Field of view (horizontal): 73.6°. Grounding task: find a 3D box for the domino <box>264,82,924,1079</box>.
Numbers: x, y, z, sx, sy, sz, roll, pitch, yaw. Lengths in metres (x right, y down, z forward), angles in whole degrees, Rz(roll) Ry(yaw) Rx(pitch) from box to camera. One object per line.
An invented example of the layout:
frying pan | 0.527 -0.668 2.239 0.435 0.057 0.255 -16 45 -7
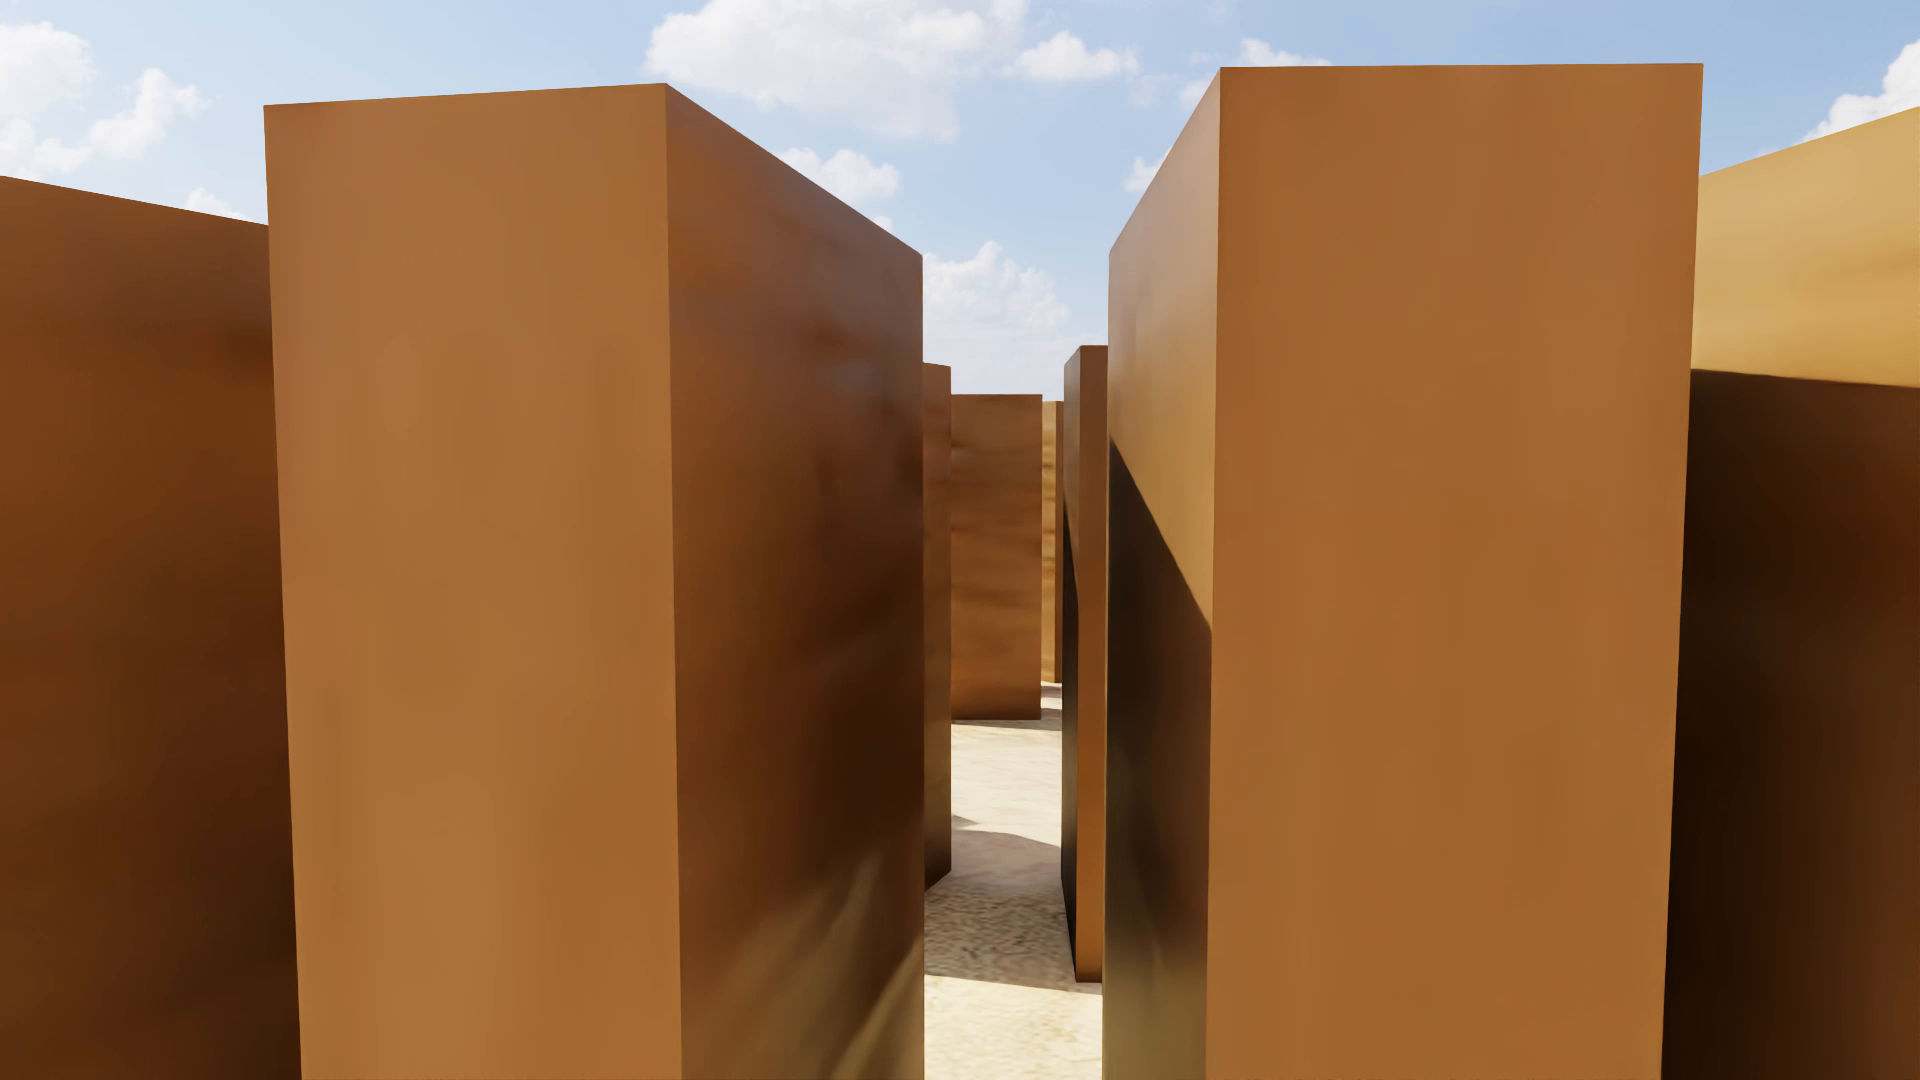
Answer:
domino | -0.008 0.014 0.042 0.010 0.050 0.025 1 4 11

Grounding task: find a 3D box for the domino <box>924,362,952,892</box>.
domino | -0.010 0.009 0.116 0.009 0.050 0.025 2 5 22

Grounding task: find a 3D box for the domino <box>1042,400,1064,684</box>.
domino | 0.013 0.000 0.239 0.009 0.050 0.025 -3 6 -39

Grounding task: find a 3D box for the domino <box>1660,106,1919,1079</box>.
domino | 0.025 0.015 0.040 0.009 0.050 0.025 0 4 -4

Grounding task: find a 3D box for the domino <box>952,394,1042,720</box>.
domino | 0.000 0.002 0.201 0.025 0.050 0.010 0 4 0

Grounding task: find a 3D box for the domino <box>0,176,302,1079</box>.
domino | -0.028 0.014 0.047 0.009 0.050 0.025 2 5 20

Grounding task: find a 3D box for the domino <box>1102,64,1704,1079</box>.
domino | 0.010 0.015 0.040 0.009 0.050 0.025 0 4 1

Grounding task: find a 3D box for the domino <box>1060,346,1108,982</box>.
domino | 0.014 0.009 0.112 0.010 0.050 0.025 0 4 2
